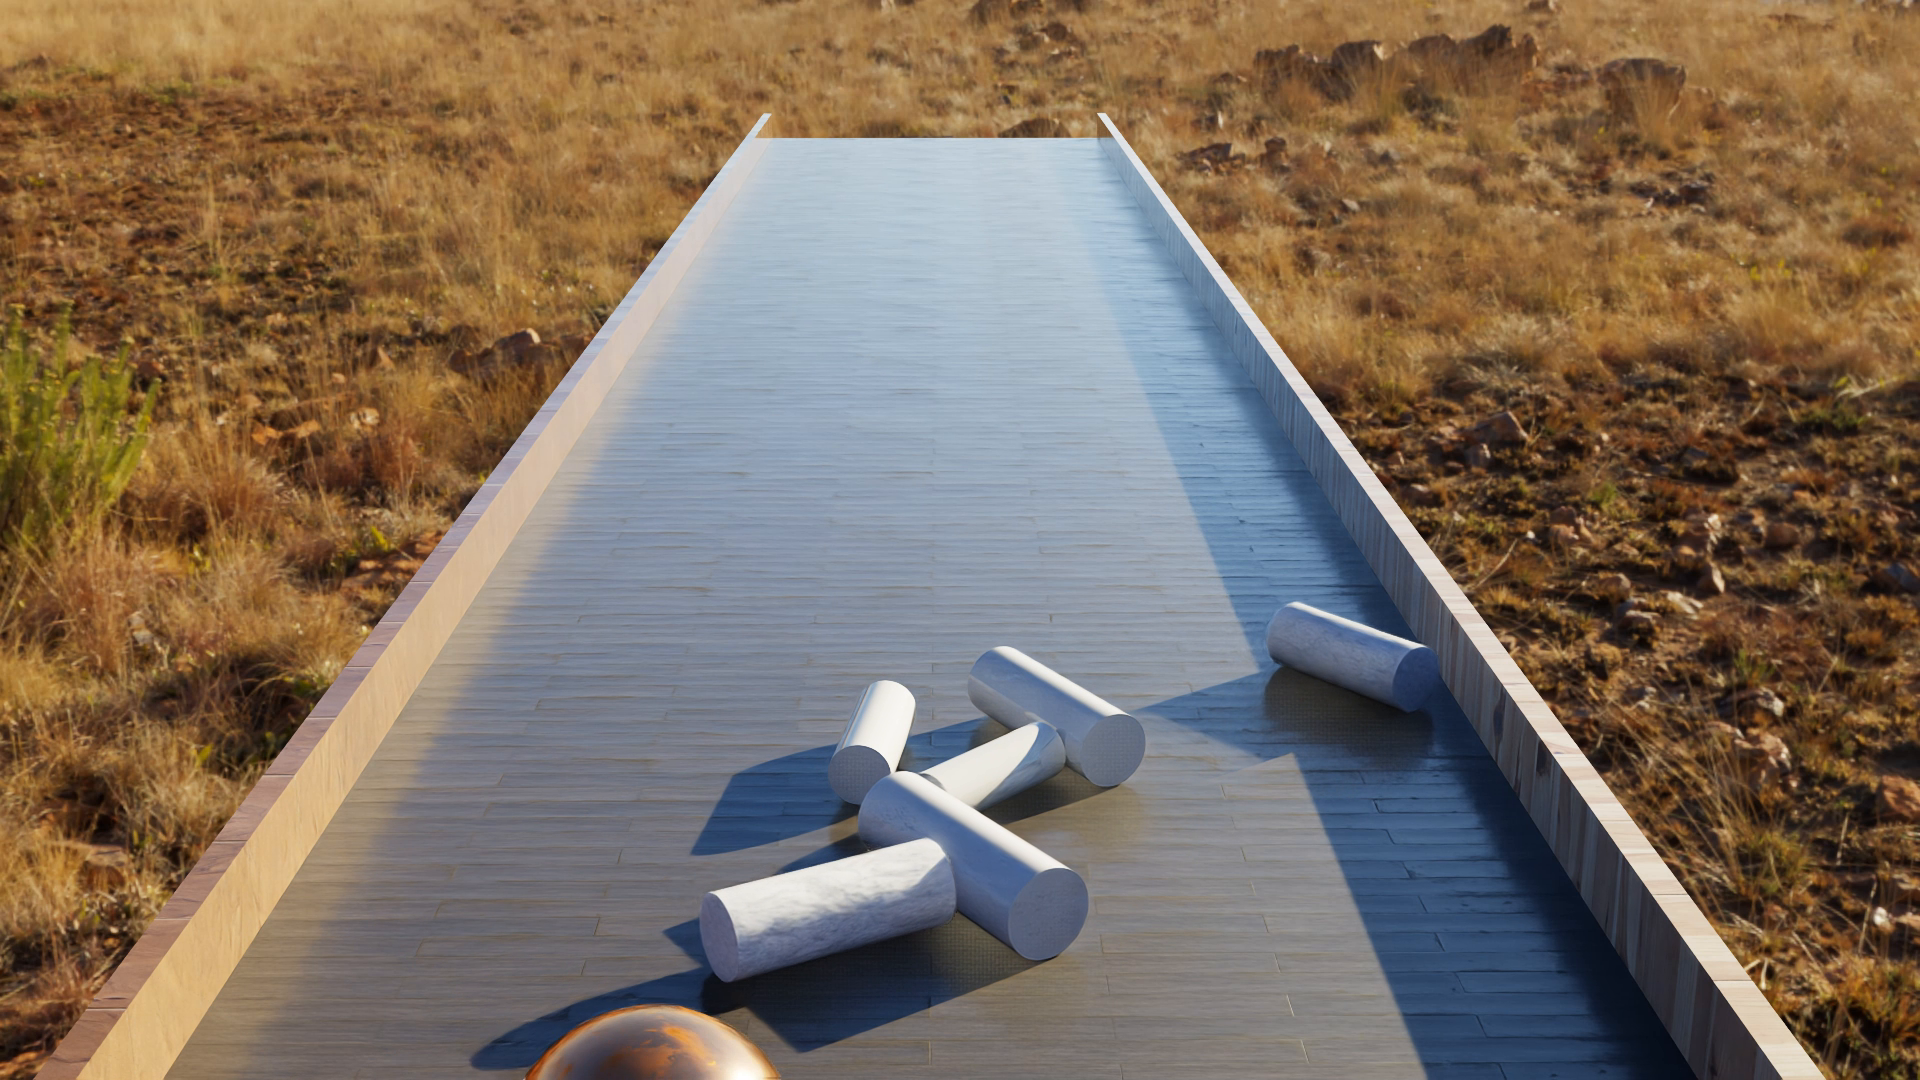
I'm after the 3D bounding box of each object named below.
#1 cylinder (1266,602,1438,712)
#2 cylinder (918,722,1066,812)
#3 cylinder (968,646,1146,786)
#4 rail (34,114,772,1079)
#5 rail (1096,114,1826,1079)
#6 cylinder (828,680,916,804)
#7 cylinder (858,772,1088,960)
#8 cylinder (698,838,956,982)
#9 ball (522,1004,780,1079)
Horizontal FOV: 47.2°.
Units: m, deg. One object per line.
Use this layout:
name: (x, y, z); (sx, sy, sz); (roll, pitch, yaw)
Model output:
cylinder: (0.755, 0.224, 4.251); (0.128, 0.128, 0.330); (-12, 20, -35)
cylinder: (0.046, 0.397, 3.714); (0.100, 0.100, 0.302); (14, 21, 38)
cylinder: (0.168, 0.312, 3.945); (0.133, 0.133, 0.397); (-9, 19, -28)
rail: (-1.118, -0.838, 7.780); (0.050, 0.150, 12.000); (0, 17, -1)
rail: (0.932, -0.844, 7.801); (0.050, 0.150, 12.000); (0, 17, -1)
cylinder: (-0.151, 0.352, 3.854); (0.109, 0.109, 0.314); (2, 17, 6)
cylinder: (0.013, 0.488, 3.338); (0.143, 0.143, 0.425); (-10, 19, -31)
cylinder: (-0.191, 0.536, 3.198); (0.354, 0.130, 0.130); (-10, 19, -30)
ball: (-0.338, 0.672, 2.400); (0.324, 0.324, 0.324); (0, 17, 0)
